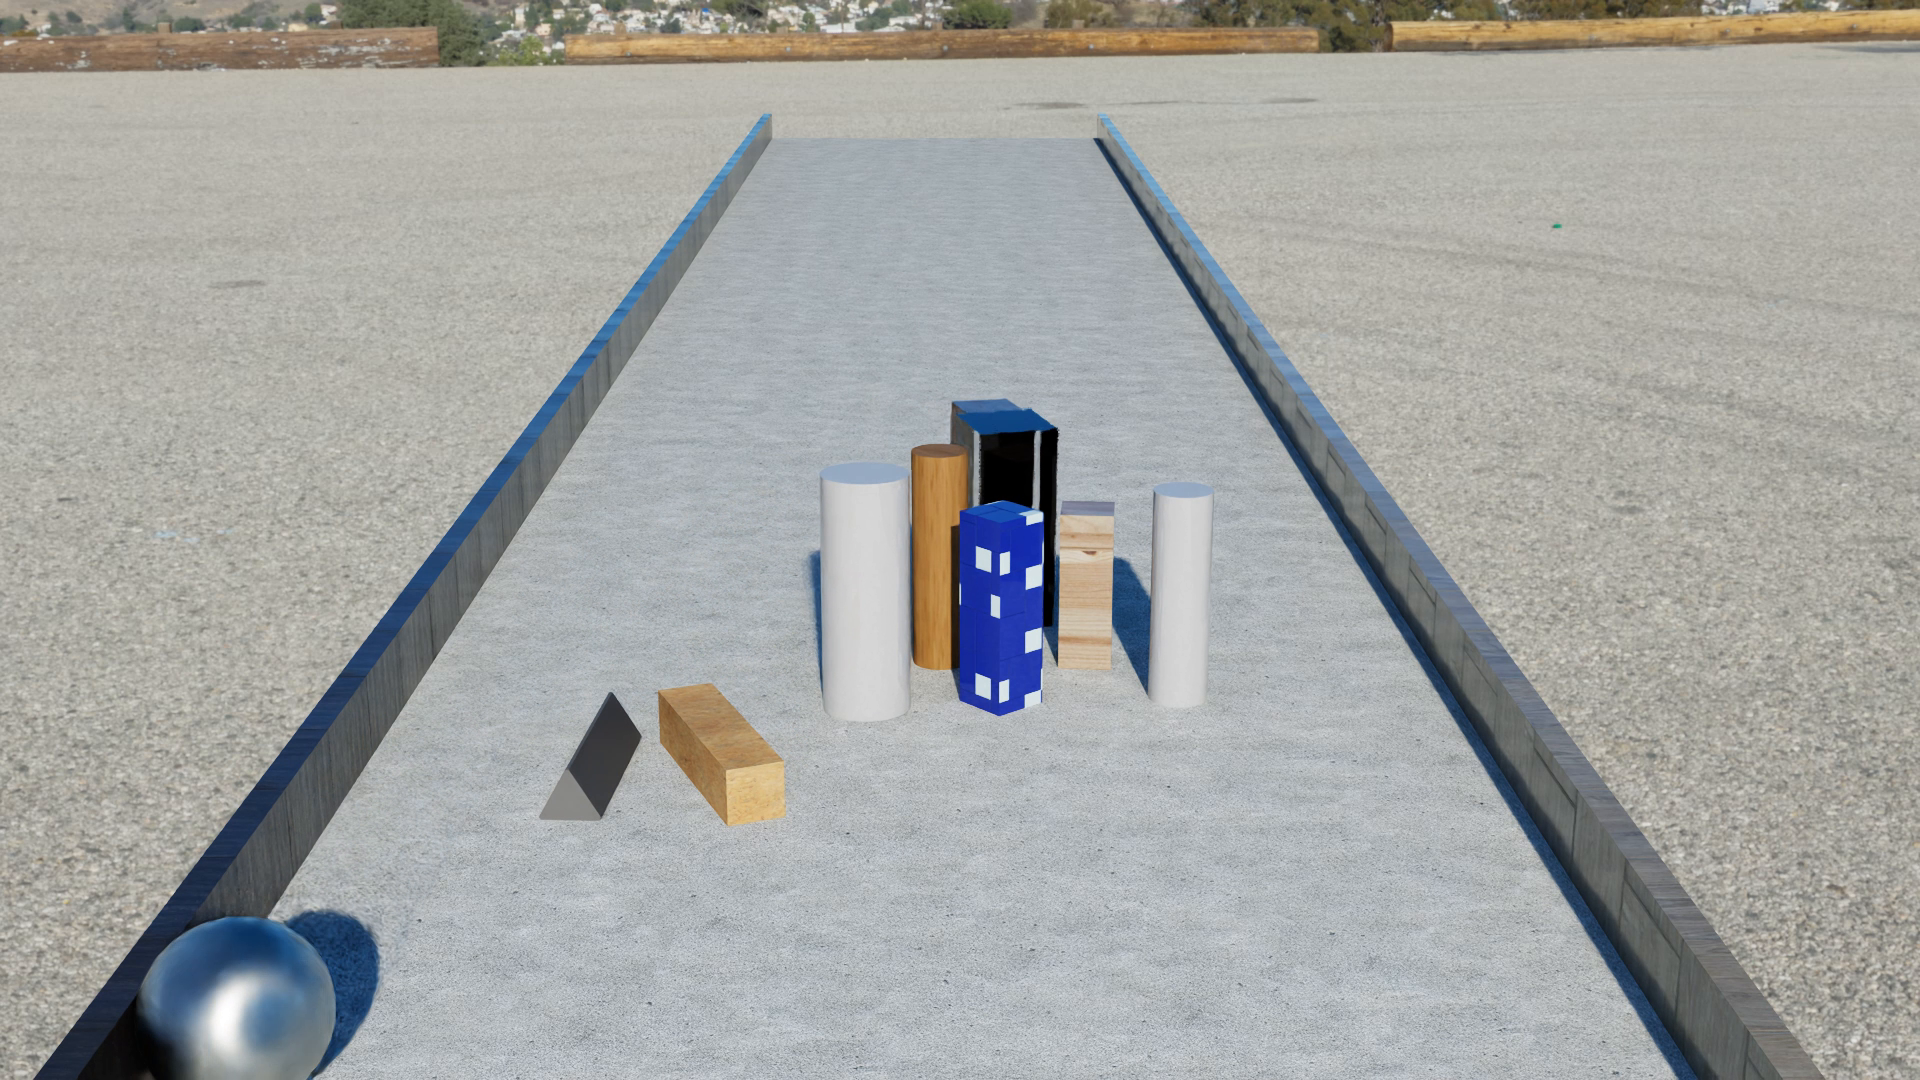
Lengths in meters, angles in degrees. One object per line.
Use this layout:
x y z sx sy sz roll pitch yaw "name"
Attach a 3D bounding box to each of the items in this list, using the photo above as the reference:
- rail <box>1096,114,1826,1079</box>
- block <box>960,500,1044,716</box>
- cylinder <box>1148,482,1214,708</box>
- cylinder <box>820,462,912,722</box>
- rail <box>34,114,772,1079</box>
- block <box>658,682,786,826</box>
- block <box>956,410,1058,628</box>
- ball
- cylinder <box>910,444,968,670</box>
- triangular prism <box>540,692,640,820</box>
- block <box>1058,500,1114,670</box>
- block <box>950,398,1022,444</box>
0.932 -0.844 7.801 0.050 0.150 12.000 0 17 -1 "rail"
0.078 0.127 4.138 0.111 0.377 0.111 -14 22 -40 "block"
0.417 0.104 4.157 0.113 0.411 0.113 0 17 0 "cylinder"
-0.176 0.096 4.102 0.166 0.455 0.166 0 16 0 "cylinder"
-1.118 -0.838 7.780 0.050 0.150 12.000 0 17 -1 "rail"
-0.418 0.367 3.817 0.100 0.100 0.408 -7 18 -22 "block"
0.093 -0.041 4.604 0.165 0.428 0.165 -5 19 -17 "block"
-0.916 0.599 2.785 0.244 0.244 0.244 0 17 0 "ball"
-0.039 0.034 4.351 0.112 0.434 0.112 0 17 0 "cylinder"
-0.641 0.369 3.820 0.103 0.089 0.366 0 17 3 "triangular prism"
0.251 0.090 4.368 0.104 0.317 0.104 1 17 5 "block"
0.055 -0.080 4.745 0.125 0.426 0.125 -4 17 -17 "block"
